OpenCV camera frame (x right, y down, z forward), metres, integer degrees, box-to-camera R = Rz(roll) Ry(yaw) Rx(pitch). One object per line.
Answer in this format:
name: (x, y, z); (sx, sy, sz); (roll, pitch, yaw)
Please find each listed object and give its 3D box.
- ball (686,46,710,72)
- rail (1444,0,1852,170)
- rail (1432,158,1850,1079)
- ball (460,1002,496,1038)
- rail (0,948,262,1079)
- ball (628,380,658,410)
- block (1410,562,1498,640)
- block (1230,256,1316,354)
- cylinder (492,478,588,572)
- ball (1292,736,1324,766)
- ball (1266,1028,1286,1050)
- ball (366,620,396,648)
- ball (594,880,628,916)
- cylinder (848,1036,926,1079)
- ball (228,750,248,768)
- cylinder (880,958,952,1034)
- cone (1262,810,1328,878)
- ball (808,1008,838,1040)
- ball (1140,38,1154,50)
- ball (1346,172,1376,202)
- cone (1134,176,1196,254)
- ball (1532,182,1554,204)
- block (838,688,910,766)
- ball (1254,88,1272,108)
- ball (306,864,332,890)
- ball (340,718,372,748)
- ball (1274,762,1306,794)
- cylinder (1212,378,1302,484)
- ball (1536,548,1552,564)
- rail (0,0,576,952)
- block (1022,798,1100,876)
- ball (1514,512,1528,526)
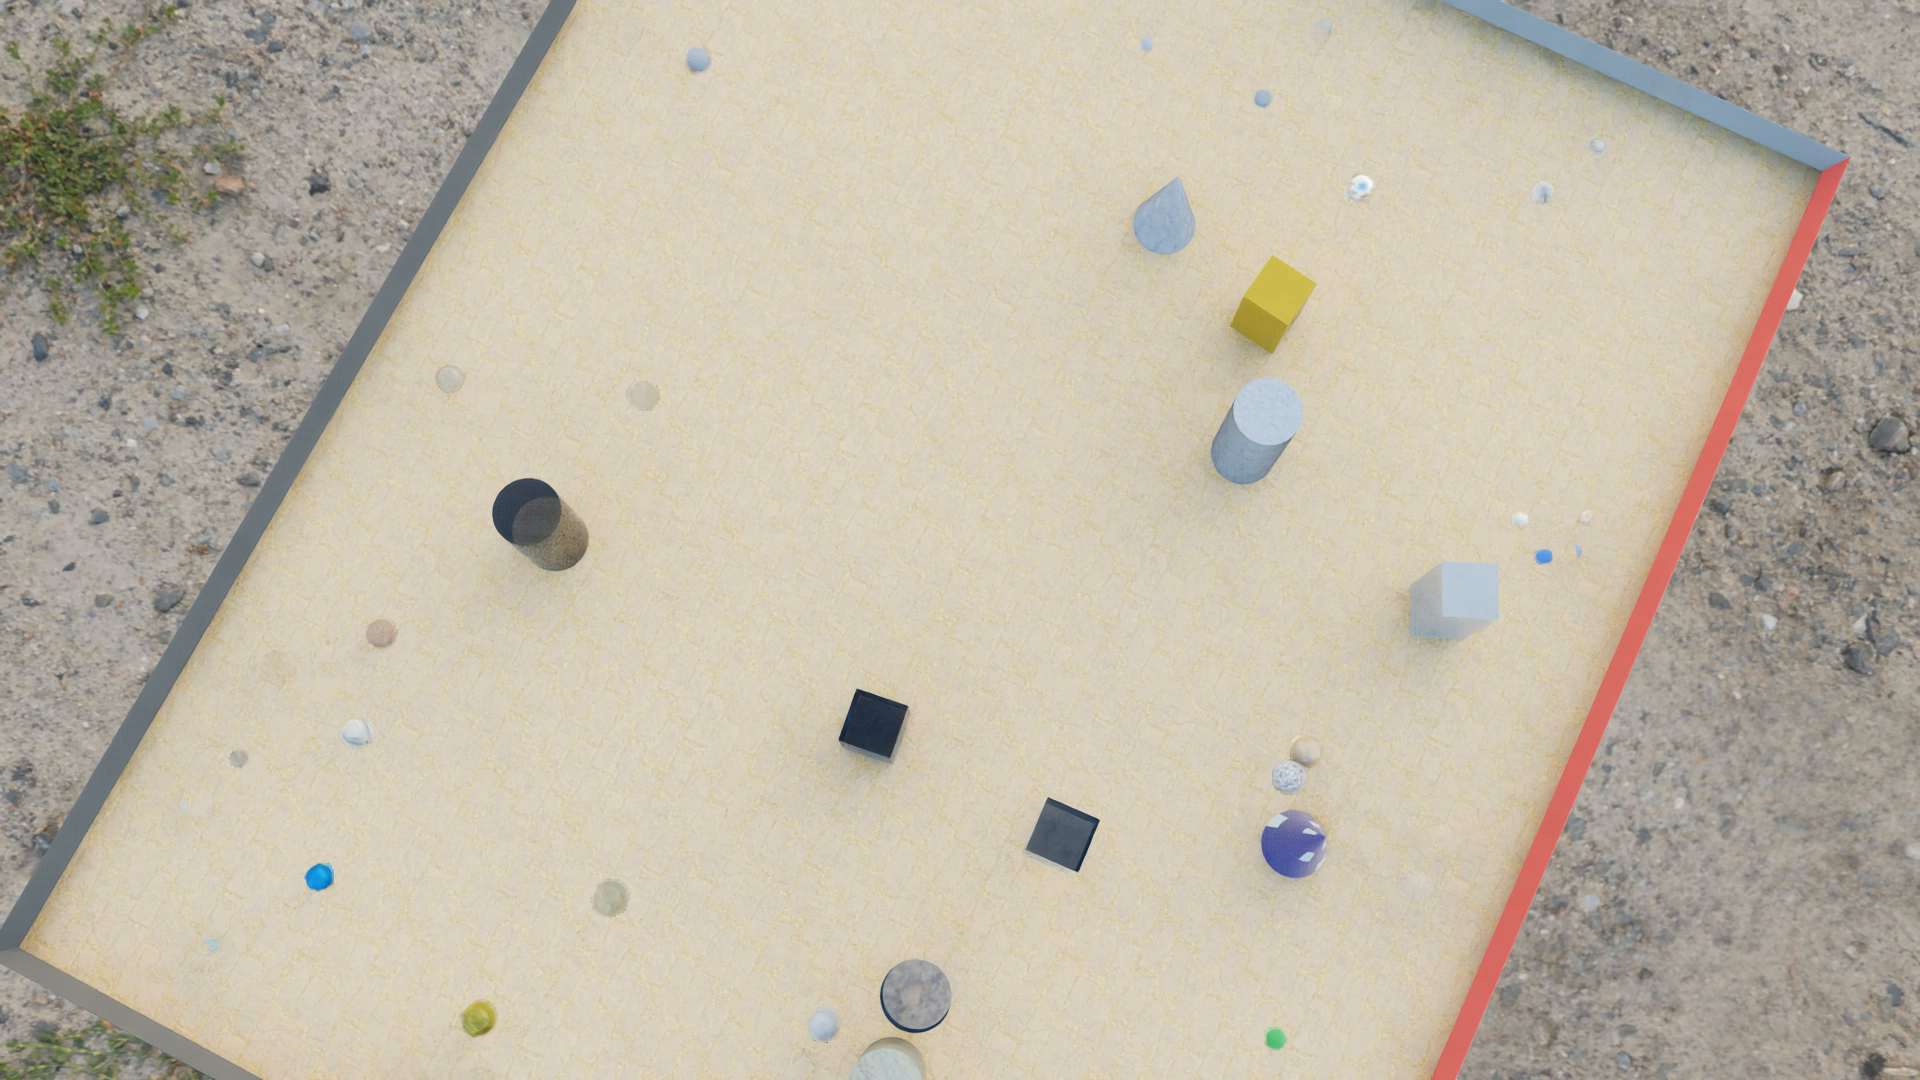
ball: (-0.842, -1.546, 5.896); (0.080, 0.080, 0.080); (0, 78, 0)
rail: (1.034, -2.019, 5.968); (3.898, 0.129, 0.045); (26, 80, 5)
rail: (1.722, 0.850, 5.374); (0.045, 0.129, 4.674); (26, 80, 5)
ball: (-1.387, 1.381, 5.280); (0.099, 0.099, 0.099); (0, 78, 0)
rail: (-1.034, 2.033, 5.129); (3.898, 0.129, 0.045); (26, 80, 5)
ball: (-0.978, -0.447, 5.664); (0.089, 0.089, 0.089); (0, 78, 0)
block: (1.447, 0.181, 5.383); (0.159, 0.384, 0.159); (3, 78, 1)
block: (0.958, -0.719, 5.620); (0.159, 0.285, 0.159); (35, 80, 7)
cylinder: (-1.237, -0.041, 5.425); (0.198, 0.392, 0.198); (0, 78, 0)
ball: (1.031, 0.627, 5.440); (0.092, 0.092, 0.092); (0, 78, 0)
ball: (0.911, 1.440, 5.288); (0.059, 0.059, 0.059); (0, 78, 0)
ball: (-1.743, 0.282, 5.515); (0.084, 0.084, 0.084); (0, 78, 0)
ball: (-1.021, 1.045, 5.350); (0.099, 0.099, 0.099); (0, 78, 0)
cylinder: (-0.197, 1.490, 5.063); (0.198, 0.480, 0.198); (0, 78, 0)
ball: (-2.148, 0.651, 5.455); (0.052, 0.052, 0.052); (0, 78, 0)
cylinder: (-0.122, 1.287, 5.196); (0.198, 0.302, 0.198); (0, 78, 0)
cone: (0.992, 0.853, 5.198); (0.198, 0.473, 0.198); (0, 78, 0)
ball: (-0.394, 1.397, 5.282); (0.089, 0.089, 0.089); (0, 78, 0)
ball: (0.605, -1.605, 5.928); (0.041, 0.041, 0.041); (0, 78, 0)
ball: (1.268, -1.117, 5.801); (0.091, 0.091, 0.091); (0, 78, 0)
cone: (0.649, -1.042, 5.630); (0.198, 0.396, 0.198); (0, 78, 0)
ball: (1.847, -1.101, 5.811); (0.067, 0.067, 0.067); (0, 78, 0)
block: (-0.249, 0.550, 5.380); (0.159, 0.241, 0.159); (18, 79, 4)
ball: (0.974, -1.419, 5.881); (0.058, 0.058, 0.058); (0, 78, 0)
ball: (-1.879, 0.989, 5.373); (0.077, 0.077, 0.077); (0, 78, 0)
ball: (-1.795, 0.575, 5.452); (0.089, 0.089, 0.089); (0, 78, 0)
ball: (0.978, 0.702, 5.423); (0.095, 0.095, 0.095); (0, 78, 0)
cylinder: (0.876, -0.317, 5.438); (0.198, 0.478, 0.198); (0, 78, 0)
ball: (1.781, 0.050, 5.582); (0.047, 0.047, 0.047); (0, 78, 0)
rail: (-1.722, -0.836, 5.723); (0.045, 0.129, 4.674); (26, 80, 5)
block: (0.286, 0.853, 5.257); (0.159, 0.359, 0.159); (23, 79, 5)
ball: (1.717, -0.063, 5.608); (0.043, 0.043, 0.043); (0, 78, 0)
